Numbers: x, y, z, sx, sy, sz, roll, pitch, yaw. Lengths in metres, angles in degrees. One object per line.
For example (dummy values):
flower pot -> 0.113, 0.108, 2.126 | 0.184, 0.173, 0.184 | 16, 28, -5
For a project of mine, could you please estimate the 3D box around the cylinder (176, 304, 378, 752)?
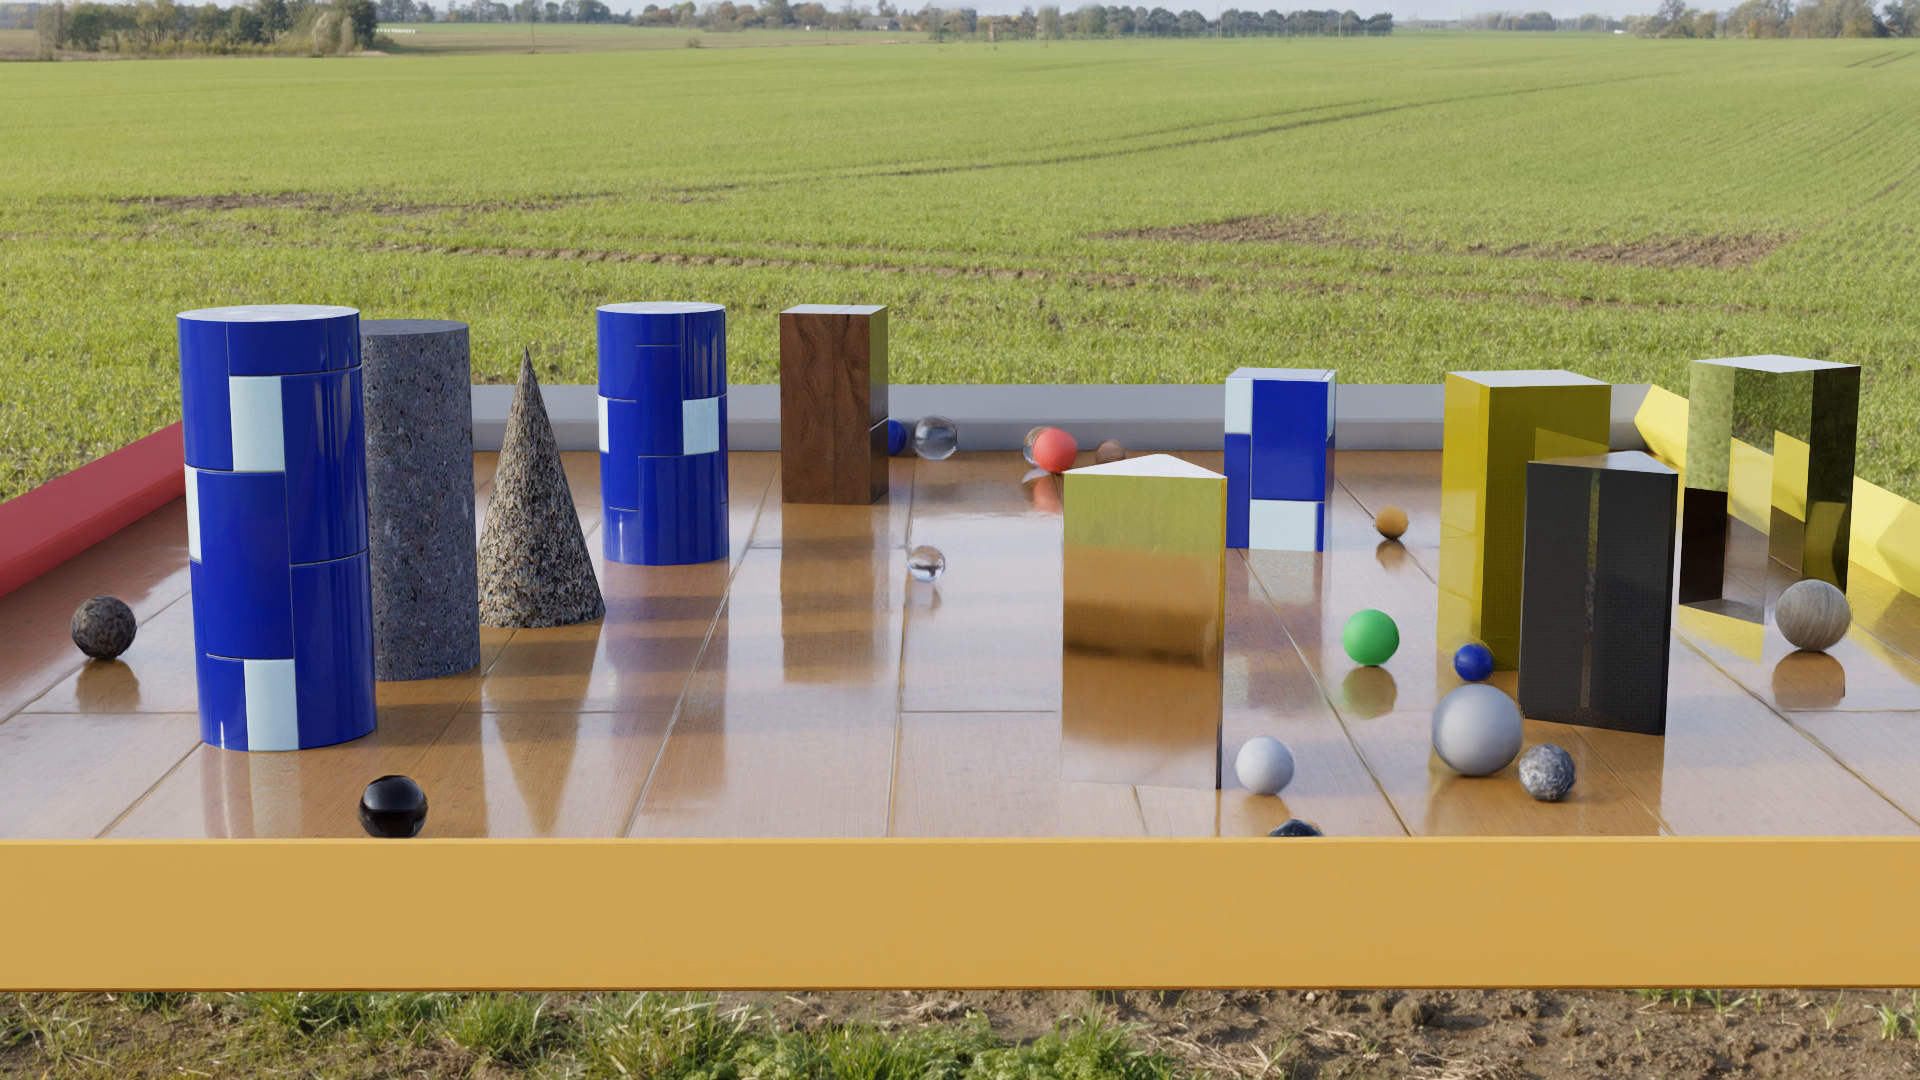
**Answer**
cylinder -> -0.742, -0.017, 2.796 | 0.190, 0.461, 0.190 | 0, 11, 0

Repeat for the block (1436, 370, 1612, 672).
block -> 0.691, -0.027, 3.159 | 0.152, 0.347, 0.152 | -2, 11, -9

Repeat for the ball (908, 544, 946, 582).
ball -> -0.048, 0.033, 3.638 | 0.054, 0.054, 0.054 | 0, 11, 0

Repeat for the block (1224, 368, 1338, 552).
block -> 0.491, -0.126, 3.935 | 0.152, 0.258, 0.152 | 3, 11, 13

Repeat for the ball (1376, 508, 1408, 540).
ball -> 0.668, -0.026, 3.966 | 0.049, 0.049, 0.049 | 0, 11, 0

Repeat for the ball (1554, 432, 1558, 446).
ball -> 1.145, -0.187, 4.834 | 0.049, 0.049, 0.049 | 0, 11, 0

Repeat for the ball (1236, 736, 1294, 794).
ball -> 0.307, 0.227, 2.583 | 0.059, 0.059, 0.059 | 0, 11, 0

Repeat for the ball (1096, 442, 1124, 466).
ball -> 0.270, -0.150, 4.623 | 0.053, 0.053, 0.053 | 0, 11, 0

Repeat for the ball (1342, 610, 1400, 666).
ball -> 0.502, 0.119, 3.135 | 0.069, 0.069, 0.069 | 0, 11, 0

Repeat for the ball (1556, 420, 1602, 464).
ball -> 1.133, -0.179, 4.698 | 0.082, 0.082, 0.082 | 0, 11, 0

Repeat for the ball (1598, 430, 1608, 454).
ball -> 1.193, -0.185, 4.827 | 0.048, 0.048, 0.048 | 0, 11, 0

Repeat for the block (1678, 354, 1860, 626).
block -> 1.082, -0.071, 3.434 | 0.152, 0.333, 0.152 | -6, 12, -29

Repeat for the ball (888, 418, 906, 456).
ball -> -0.135, -0.192, 4.804 | 0.070, 0.070, 0.070 | 0, 11, 0

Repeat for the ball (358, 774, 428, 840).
ball -> -0.535, 0.254, 2.422 | 0.065, 0.065, 0.065 | 0, 11, 0

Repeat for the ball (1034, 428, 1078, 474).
ball -> 0.172, -0.160, 4.603 | 0.080, 0.080, 0.080 | 0, 11, 0

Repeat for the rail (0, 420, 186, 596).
rail -> -1.301, 0.033, 3.442 | 0.045, 0.124, 2.891 | 0, 11, 0

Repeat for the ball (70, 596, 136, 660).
ball -> -1.058, 0.109, 3.170 | 0.077, 0.077, 0.077 | 0, 11, 0

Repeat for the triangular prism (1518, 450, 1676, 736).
triangular prism -> 0.735, 0.053, 2.887 | 0.165, 0.291, 0.143 | 6, 12, 30

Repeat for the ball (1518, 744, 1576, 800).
ball -> 0.587, 0.232, 2.563 | 0.057, 0.057, 0.057 | 0, 11, 0

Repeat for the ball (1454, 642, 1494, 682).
ball -> 0.611, 0.145, 3.055 | 0.047, 0.047, 0.047 | 0, 11, 0

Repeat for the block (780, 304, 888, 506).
block -> -0.211, -0.230, 4.329 | 0.152, 0.319, 0.152 | 2, 11, 10

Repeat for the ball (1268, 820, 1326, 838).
ball -> 0.301, 0.280, 2.297 | 0.059, 0.059, 0.059 | 0, 11, 0

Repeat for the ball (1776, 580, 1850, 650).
ball -> 1.069, 0.094, 3.216 | 0.089, 0.089, 0.089 | 0, 11, 0

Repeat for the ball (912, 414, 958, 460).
ball -> -0.046, -0.189, 4.747 | 0.086, 0.086, 0.086 | 0, 11, 0

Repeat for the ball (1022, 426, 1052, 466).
ball -> 0.151, -0.170, 4.676 | 0.073, 0.073, 0.073 | 0, 11, 0

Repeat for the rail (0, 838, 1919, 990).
rail -> 0.008, 0.292, 2.052 | 2.649, 0.124, 0.045 | 0, 11, 0

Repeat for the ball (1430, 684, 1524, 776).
ball -> 0.535, 0.196, 2.651 | 0.095, 0.095, 0.095 | 0, 11, 0

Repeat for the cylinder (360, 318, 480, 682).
cylinder -> -0.685, -0.052, 3.112 | 0.190, 0.414, 0.190 | 0, 11, 0

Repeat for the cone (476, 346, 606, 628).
cone -> -0.570, -0.080, 3.405 | 0.190, 0.362, 0.190 | 0, 11, 0

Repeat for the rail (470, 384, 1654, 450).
rail -> -0.008, -0.228, 4.847 | 2.649, 0.124, 0.045 | 0, 11, 0

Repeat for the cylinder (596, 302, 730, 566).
cylinder -> -0.441, -0.162, 3.821 | 0.190, 0.370, 0.190 | 0, 11, 0

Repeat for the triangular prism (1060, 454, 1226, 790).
triangular prism -> 0.197, 0.080, 2.661 | 0.165, 0.320, 0.143 | 2, 11, 12

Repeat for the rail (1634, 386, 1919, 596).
rail -> 1.301, 0.030, 3.457 | 0.045, 0.124, 2.891 | 0, 11, 0
